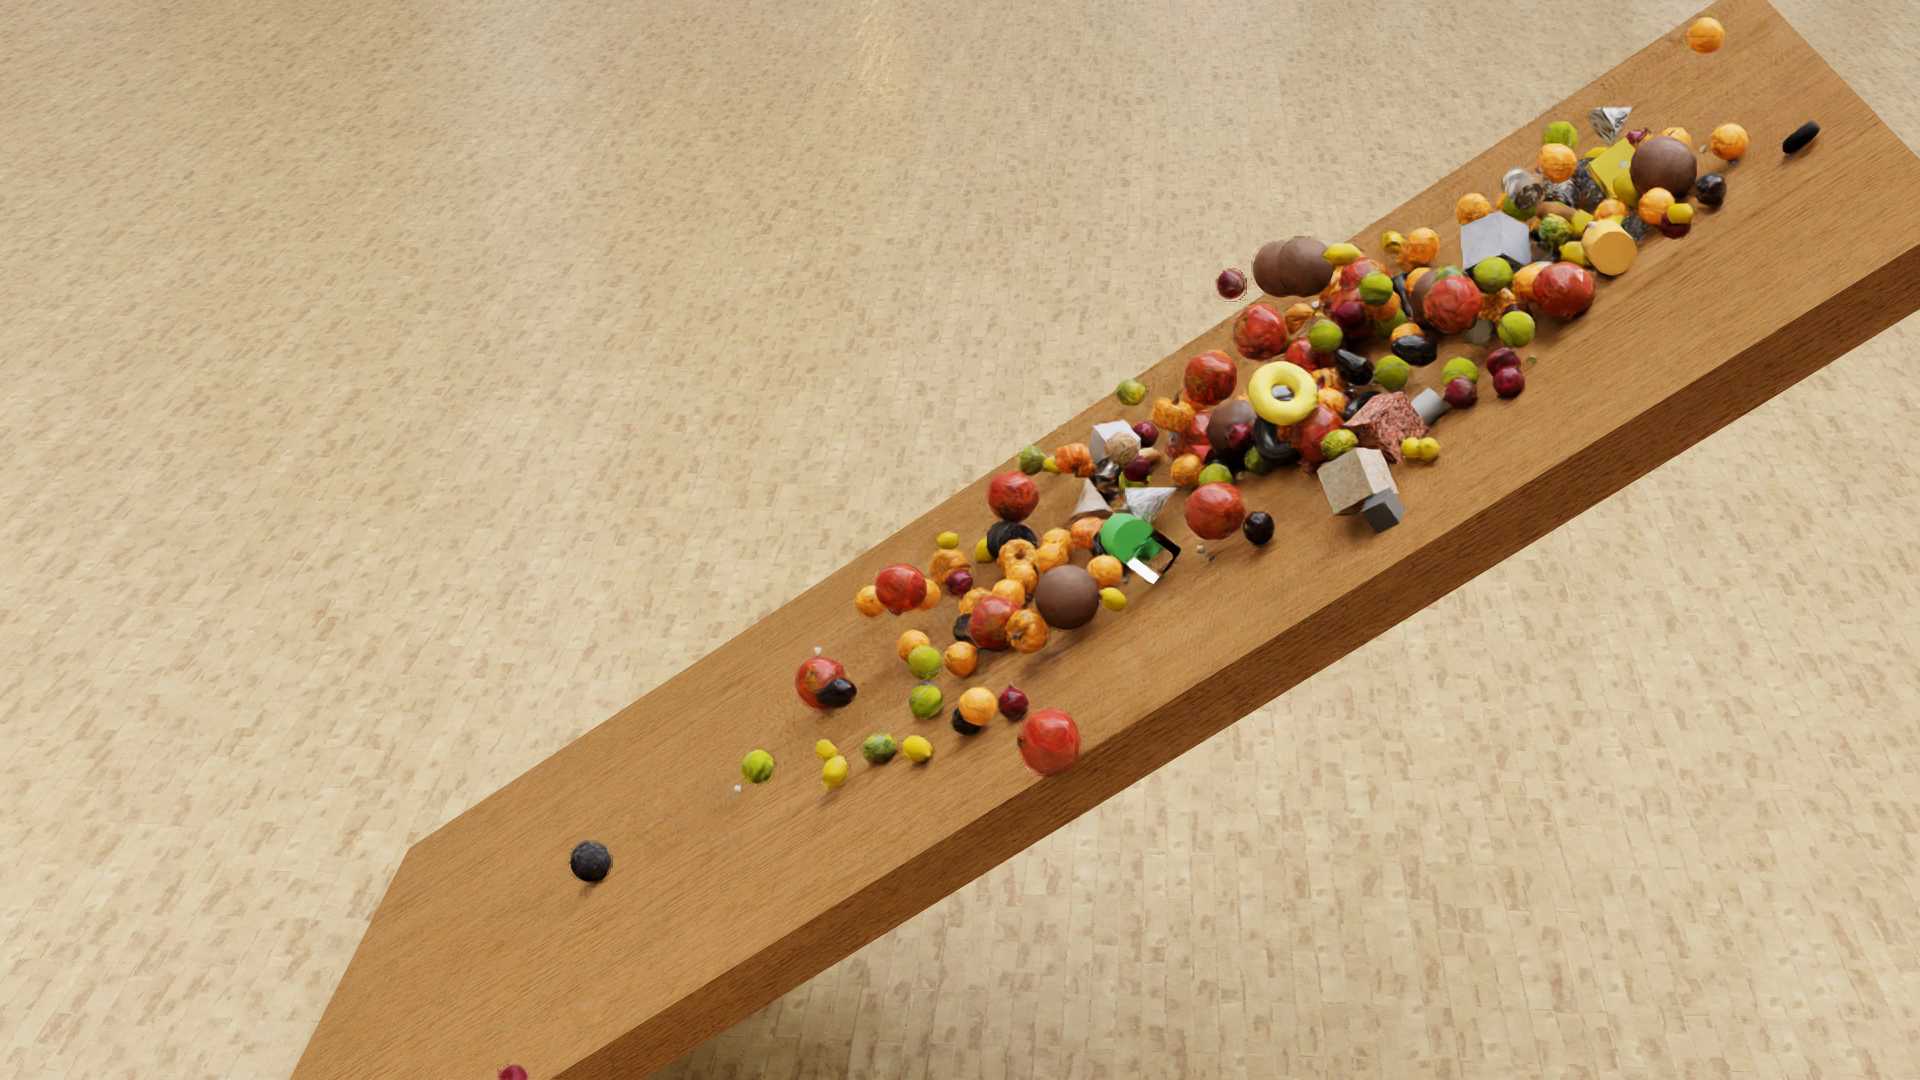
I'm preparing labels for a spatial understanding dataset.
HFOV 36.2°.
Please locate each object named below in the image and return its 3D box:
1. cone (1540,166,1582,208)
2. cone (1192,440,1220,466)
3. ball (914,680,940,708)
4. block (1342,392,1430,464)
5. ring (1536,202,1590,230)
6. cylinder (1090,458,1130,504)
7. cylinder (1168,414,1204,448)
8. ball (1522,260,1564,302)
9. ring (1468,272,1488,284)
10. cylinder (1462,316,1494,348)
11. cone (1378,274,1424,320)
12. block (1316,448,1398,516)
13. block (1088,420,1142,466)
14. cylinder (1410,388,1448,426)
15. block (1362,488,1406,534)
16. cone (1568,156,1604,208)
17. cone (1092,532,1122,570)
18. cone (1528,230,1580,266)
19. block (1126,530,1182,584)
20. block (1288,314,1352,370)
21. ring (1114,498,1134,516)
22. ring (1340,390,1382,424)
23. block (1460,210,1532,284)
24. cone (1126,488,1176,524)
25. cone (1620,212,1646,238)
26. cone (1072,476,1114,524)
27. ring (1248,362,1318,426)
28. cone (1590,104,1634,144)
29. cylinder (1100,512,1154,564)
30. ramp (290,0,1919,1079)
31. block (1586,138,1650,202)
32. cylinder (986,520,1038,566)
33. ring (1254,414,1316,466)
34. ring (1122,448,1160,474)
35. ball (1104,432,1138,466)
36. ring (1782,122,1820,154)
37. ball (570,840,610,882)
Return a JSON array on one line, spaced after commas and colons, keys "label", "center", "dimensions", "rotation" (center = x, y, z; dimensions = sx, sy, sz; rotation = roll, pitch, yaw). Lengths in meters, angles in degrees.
[{"label": "cone", "center": [1.264, -0.710, 6.132], "dimensions": [0.098, 0.098, 0.098], "rotation": [-1, 50, -2]}, {"label": "cone", "center": [0.504, -0.185, 6.132], "dimensions": [0.052, 0.052, 0.052], "rotation": [14, 25, 40]}, {"label": "ball", "center": [-0.069, 0.317, 6.049], "dimensions": [0.054, 0.054, 0.054], "rotation": [0, 22, 0]}, {"label": "block", "center": [0.808, -0.211, 5.581], "dimensions": [0.096, 0.096, 0.096], "rotation": [-43, 16, -21]}, {"label": "ring", "center": [1.213, -0.653, 5.925], "dimensions": [0.112, 0.037, 0.112], "rotation": [16, 5, -2]}, {"label": "cylinder", "center": [0.323, -0.129, 6.441], "dimensions": [0.076, 0.076, 0.076], "rotation": [13, 52, 30]}, {"label": "cylinder", "center": [0.491, -0.235, 6.382], "dimensions": [0.057, 0.057, 0.057], "rotation": [22, 17, -14]}, {"label": "ball", "center": [1.137, -0.504, 5.740], "dimensions": [0.082, 0.082, 0.082], "rotation": [0, 22, 0]}, {"label": "ring", "center": [1.090, -0.586, 6.051], "dimensions": [0.123, 0.123, 0.041], "rotation": [22, 5, 43]}, {"label": "cylinder", "center": [1.006, -0.404, 5.714], "dimensions": [0.052, 0.052, 0.052], "rotation": [12, 5, -1]}, {"label": "cone", "center": [0.945, -0.491, 6.186], "dimensions": [0.100, 0.100, 0.100], "rotation": [-5, 40, -12]}, {"label": "block", "center": [0.728, -0.106, 5.383], "dimensions": [0.091, 0.091, 0.091], "rotation": [-31, -19, 34]}, {"label": "block", "center": [0.342, -0.204, 6.508], "dimensions": [0.080, 0.080, 0.080], "rotation": [-11, 41, -24]}, {"label": "cylinder", "center": [0.886, -0.250, 5.596], "dimensions": [0.057, 0.057, 0.057], "rotation": [-39, 30, -6]}, {"label": "block", "center": [0.763, -0.053, 5.303], "dimensions": [0.051, 0.051, 0.051], "rotation": [-27, 18, 33]}, {"label": "cone", "center": [1.308, -0.721, 6.061], "dimensions": [0.097, 0.097, 0.097], "rotation": [1, 54, 2]}, {"label": "cone", "center": [0.296, 0.039, 6.087], "dimensions": [0.084, 0.084, 0.084], "rotation": [13, 49, -16]}, {"label": "cone", "center": [1.204, -0.585, 5.899], "dimensions": [0.096, 0.096, 0.096], "rotation": [-14, 25, -19]}, {"label": "block", "center": [0.383, 0.033, 5.810], "dimensions": [0.067, 0.067, 0.067], "rotation": [37, 64, -3]}, {"label": "block", "center": [0.772, -0.426, 6.320], "dimensions": [0.080, 0.080, 0.080], "rotation": [-44, 17, -23]}, {"label": "ring", "center": [0.375, -0.066, 6.224], "dimensions": [0.114, 0.038, 0.114], "rotation": [-33, 16, 11]}, {"label": "ring", "center": [0.803, -0.260, 5.853], "dimensions": [0.101, 0.034, 0.101], "rotation": [-34, 16, 11]}, {"label": "block", "center": [1.072, -0.584, 5.882], "dimensions": [0.096, 0.096, 0.096], "rotation": [-21, -30, 41]}, {"label": "cone", "center": [0.407, -0.086, 6.087], "dimensions": [0.096, 0.096, 0.096], "rotation": [-27, 16, 16]}, {"label": "cone", "center": [1.325, -0.610, 5.744], "dimensions": [0.053, 0.053, 0.053], "rotation": [18, 4, 38]}, {"label": "cone", "center": [0.278, -0.094, 6.290], "dimensions": [0.092, 0.092, 0.092], "rotation": [-6, -16, -2]}, {"label": "ring", "center": [0.626, -0.284, 5.699], "dimensions": [0.137, 0.046, 0.137], "rotation": [2, 61, -4]}, {"label": "cone", "center": [1.284, -0.827, 5.739], "dimensions": [0.077, 0.077, 0.077], "rotation": [-36, 28, -4]}, {"label": "cylinder", "center": [0.344, -0.002, 5.993], "dimensions": [0.095, 0.095, 0.095], "rotation": [-5, 10, -13]}, {"label": "ramp", "center": [0.134, 0.175, 6.309], "dimensions": [4.000, 0.100, 2.000], "rotation": [-33, 16, 15]}, {"label": "block", "center": [1.335, -0.751, 5.967], "dimensions": [0.088, 0.088, 0.088], "rotation": [-36, -3, 6]}, {"label": "cylinder", "center": [0.113, 0.006, 6.487], "dimensions": [0.090, 0.090, 0.090], "rotation": [-6, 8, -16]}, {"label": "ring", "center": [0.648, -0.218, 5.880], "dimensions": [0.143, 0.143, 0.048], "rotation": [19, 10, 40]}, {"label": "ring", "center": [0.395, -0.173, 6.417], "dimensions": [0.089, 0.030, 0.089], "rotation": [-14, -20, -5]}, {"label": "ball", "center": [0.333, -0.188, 6.067], "dimensions": [0.069, 0.069, 0.069], "rotation": [0, 22, 0]}, {"label": "ring", "center": [1.591, -0.762, 5.565], "dimensions": [0.080, 0.027, 0.080], "rotation": [-35, -8, -5]}, {"label": "ball", "center": [-0.814, 0.708, 6.480], "dimensions": [0.090, 0.090, 0.090], "rotation": [0, 22, 0]}]
